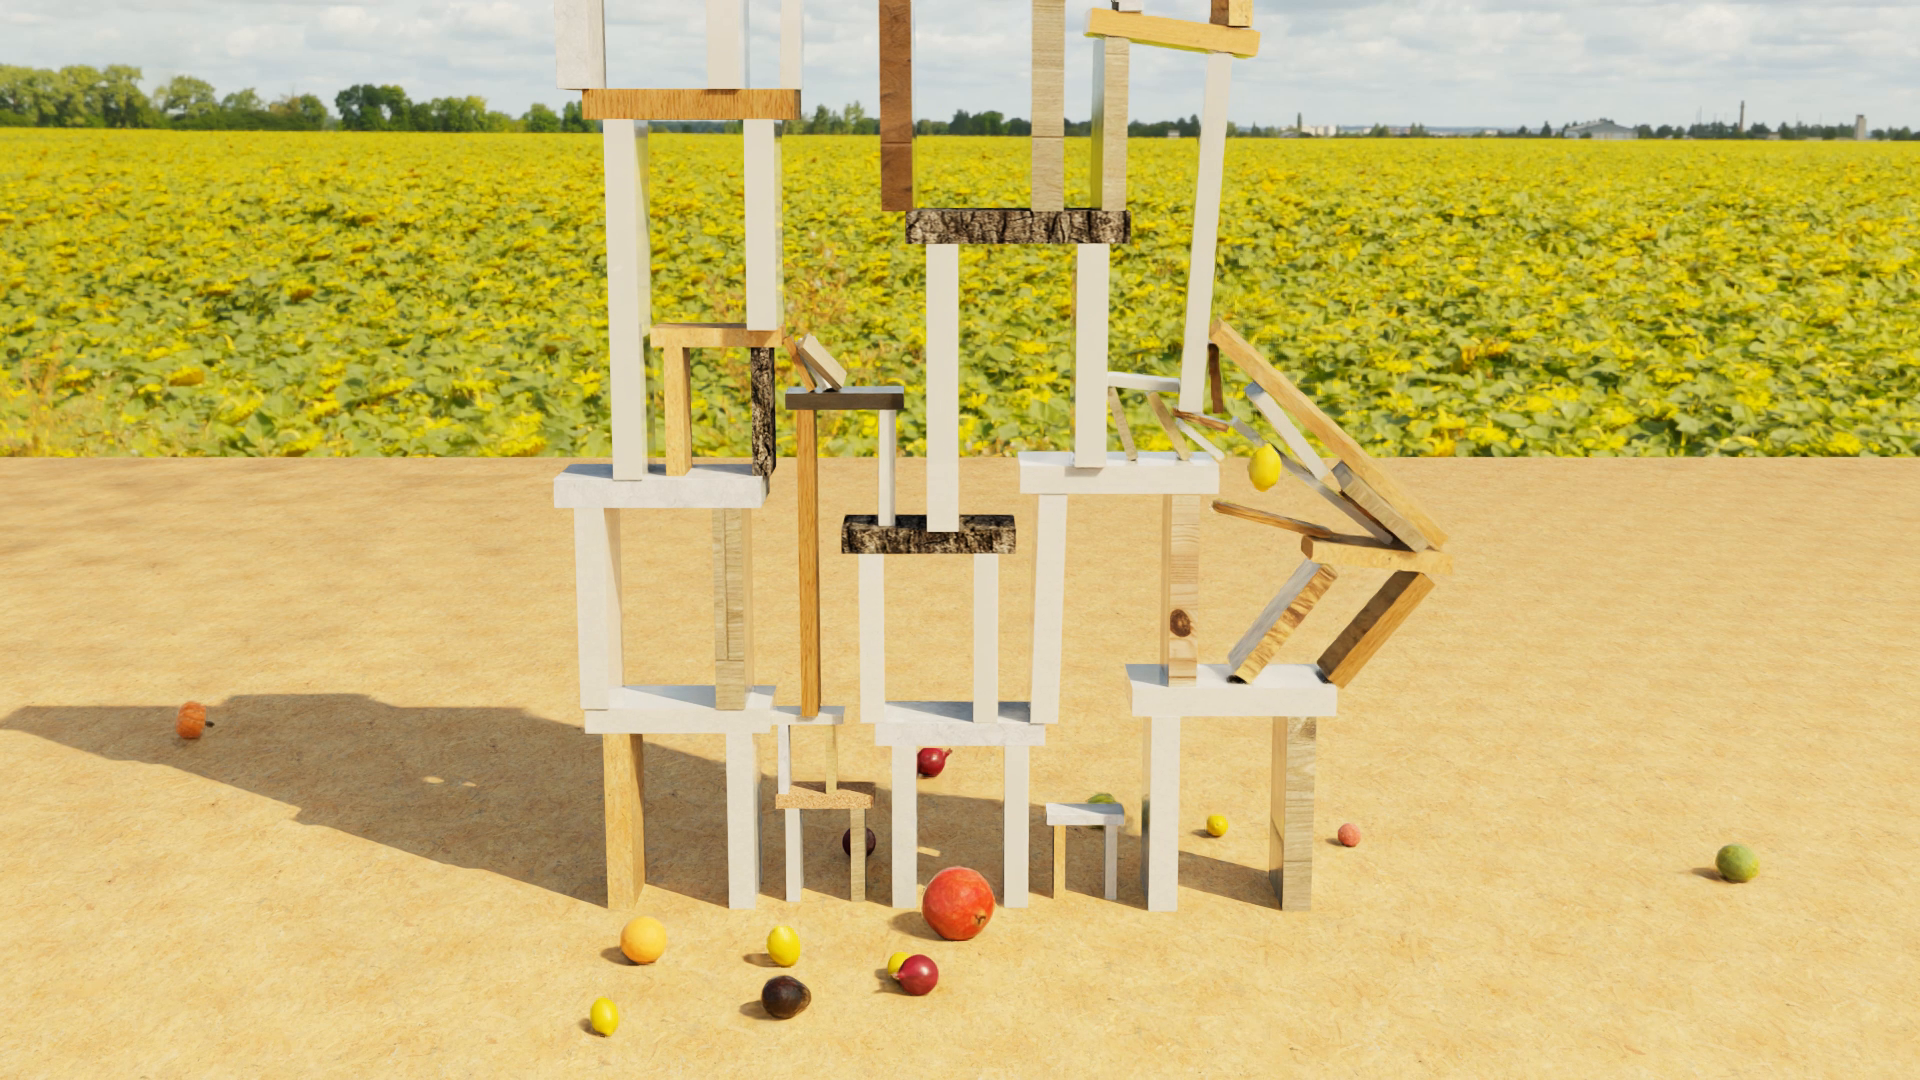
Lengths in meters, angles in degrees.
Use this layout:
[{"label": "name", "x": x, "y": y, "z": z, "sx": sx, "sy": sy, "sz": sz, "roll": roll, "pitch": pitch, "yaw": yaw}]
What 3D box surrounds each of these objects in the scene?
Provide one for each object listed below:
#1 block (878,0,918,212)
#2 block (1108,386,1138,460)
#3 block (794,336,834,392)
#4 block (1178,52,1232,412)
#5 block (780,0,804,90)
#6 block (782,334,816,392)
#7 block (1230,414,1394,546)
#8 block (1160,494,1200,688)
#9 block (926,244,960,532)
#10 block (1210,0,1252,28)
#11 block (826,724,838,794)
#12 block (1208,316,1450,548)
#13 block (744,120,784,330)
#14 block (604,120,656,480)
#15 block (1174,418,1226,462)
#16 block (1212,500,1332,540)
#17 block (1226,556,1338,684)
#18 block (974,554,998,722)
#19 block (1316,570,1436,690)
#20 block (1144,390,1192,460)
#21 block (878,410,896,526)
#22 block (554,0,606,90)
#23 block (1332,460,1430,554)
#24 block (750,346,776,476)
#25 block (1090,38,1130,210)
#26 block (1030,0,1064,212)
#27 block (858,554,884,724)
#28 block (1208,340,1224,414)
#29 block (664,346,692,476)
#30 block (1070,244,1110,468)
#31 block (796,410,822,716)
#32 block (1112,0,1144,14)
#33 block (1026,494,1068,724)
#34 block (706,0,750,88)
[{"label": "block", "x": -0.096, "y": -0.690, "z": 3.435, "sx": 0.049, "sy": 0.345, "sz": 0.172, "roll": 0, "pitch": 11, "yaw": 1}, {"label": "block", "x": 0.259, "y": -0.190, "z": 3.530, "sx": 0.017, "sy": 0.120, "sz": 0.060, "roll": -19, "pitch": 9, "yaw": 6}, {"label": "block", "x": -0.225, "y": -0.281, "z": 3.510, "sx": 0.013, "sy": 0.092, "sz": 0.046, "roll": -32, "pitch": -6, "yaw": 28}, {"label": "block", "x": 0.386, "y": -0.484, "z": 3.478, "sx": 0.037, "sy": 0.553, "sz": 0.131, "roll": 5, "pitch": 11, "yaw": 4}, {"label": "block", "x": -0.257, "y": -0.906, "z": 3.392, "sx": 0.029, "sy": 0.415, "sz": 0.103, "roll": 1, "pitch": 11, "yaw": 0}, {"label": "block", "x": -0.255, "y": -0.282, "z": 3.502, "sx": 0.013, "sy": 0.092, "sz": 0.046, "roll": -25, "pitch": 10, "yaw": 4}, {"label": "block", "x": 0.567, "y": -0.097, "z": 3.551, "sx": 0.318, "sy": 0.016, "sz": 0.056, "roll": 37, "pitch": 9, "yaw": -5}, {"label": "block", "x": 0.357, "y": 0.067, "z": 3.576, "sx": 0.044, "sy": 0.314, "sz": 0.157, "roll": 0, "pitch": 11, "yaw": 0}, {"label": "block", "x": -0.027, "y": -0.250, "z": 3.511, "sx": 0.049, "sy": 0.450, "sz": 0.174, "roll": 0, "pitch": 11, "yaw": 0}, {"label": "block", "x": 0.419, "y": -0.920, "z": 3.387, "sx": 0.036, "sy": 0.257, "sz": 0.128, "roll": -1, "pitch": 11, "yaw": -6}, {"label": "block", "x": -0.211, "y": 0.353, "z": 3.622, "sx": 0.017, "sy": 0.117, "sz": 0.059, "roll": 0, "pitch": 11, "yaw": 0}, {"label": "block", "x": 0.591, "y": -0.172, "z": 3.522, "sx": 0.506, "sy": 0.024, "sz": 0.086, "roll": 41, "pitch": 16, "yaw": -9}, {"label": "block", "x": -0.308, "y": -0.499, "z": 3.465, "sx": 0.046, "sy": 0.322, "sz": 0.161, "roll": 0, "pitch": 10, "yaw": 0}, {"label": "block", "x": -0.522, "y": -0.383, "z": 3.486, "sx": 0.046, "sy": 0.556, "sz": 0.161, "roll": 0, "pitch": 11, "yaw": 0}, {"label": "block", "x": 0.386, "y": -0.163, "z": 3.532, "sx": 0.092, "sy": 0.013, "sz": 0.046, "roll": 38, "pitch": 10, "yaw": -4}, {"label": "block", "x": 0.504, "y": -0.033, "z": 3.555, "sx": 0.192, "sy": 0.013, "sz": 0.046, "roll": 14, "pitch": 10, "yaw": -3}, {"label": "block", "x": 0.524, "y": 0.125, "z": 3.581, "sx": 0.032, "sy": 0.226, "sz": 0.113, "roll": 37, "pitch": 8, "yaw": -6}, {"label": "block", "x": 0.043, "y": 0.146, "z": 3.586, "sx": 0.039, "sy": 0.277, "sz": 0.139, "roll": 0, "pitch": 11, "yaw": 1}, {"label": "block", "x": 0.675, "y": 0.137, "z": 3.583, "sx": 0.032, "sy": 0.226, "sz": 0.113, "roll": 39, "pitch": 8, "yaw": -7}, {"label": "block", "x": 0.334, "y": -0.187, "z": 3.532, "sx": 0.017, "sy": 0.120, "sz": 0.060, "roll": -30, "pitch": 9, "yaw": 5}, {"label": "block", "x": -0.118, "y": -0.123, "z": 3.544, "sx": 0.027, "sy": 0.187, "sz": 0.094, "roll": 0, "pitch": 11, "yaw": -3}, {"label": "block", "x": -0.588, "y": -0.870, "z": 3.394, "sx": 0.049, "sy": 0.344, "sz": 0.172, "roll": 0, "pitch": 11, "yaw": 0}, {"label": "block", "x": 0.670, "y": -0.053, "z": 3.504, "sx": 0.172, "sy": 0.024, "sz": 0.086, "roll": 38, "pitch": 17, "yaw": -18}, {"label": "block", "x": -0.315, "y": -0.212, "z": 3.524, "sx": 0.029, "sy": 0.205, "sz": 0.103, "roll": 0, "pitch": 11, "yaw": 0}, {"label": "block", "x": 0.234, "y": -0.650, "z": 3.441, "sx": 0.037, "sy": 0.261, "sz": 0.131, "roll": 0, "pitch": 11, "yaw": -5}, {"label": "block", "x": 0.136, "y": -0.691, "z": 3.438, "sx": 0.049, "sy": 0.345, "sz": 0.172, "roll": 0, "pitch": 11, "yaw": 1}, {"label": "block", "x": -0.144, "y": 0.146, "z": 3.585, "sx": 0.039, "sy": 0.277, "sz": 0.139, "roll": -1, "pitch": 11, "yaw": -3}, {"label": "block", "x": 0.409, "y": -0.262, "z": 3.514, "sx": 0.016, "sy": 0.113, "sz": 0.056, "roll": -4, "pitch": 10, "yaw": 9}, {"label": "block", "x": -0.451, "y": -0.212, "z": 3.524, "sx": 0.029, "sy": 0.205, "sz": 0.103, "roll": 0, "pitch": 11, "yaw": 0}, {"label": "block", "x": 0.205, "y": -0.301, "z": 3.501, "sx": 0.049, "sy": 0.347, "sz": 0.174, "roll": 0, "pitch": 11, "yaw": 0}, {"label": "block", "x": -0.245, "y": 0.032, "z": 3.571, "sx": 0.027, "sy": 0.501, "sz": 0.094, "roll": 0, "pitch": 11, "yaw": 0}, {"label": "block", "x": 0.258, "y": -0.942, "z": 3.383, "sx": 0.036, "sy": 0.257, "sz": 0.128, "roll": 0, "pitch": 10, "yaw": -1}, {"label": "block", "x": 0.140, "y": 0.097, "z": 3.583, "sx": 0.044, "sy": 0.375, "sz": 0.157, "roll": 2, "pitch": 11, "yaw": -1}, {"label": "block", "x": -0.359, "y": -0.870, "z": 3.394, "sx": 0.049, "sy": 0.344, "sz": 0.172, "roll": 0, "pitch": 11, "yaw": 0}]
